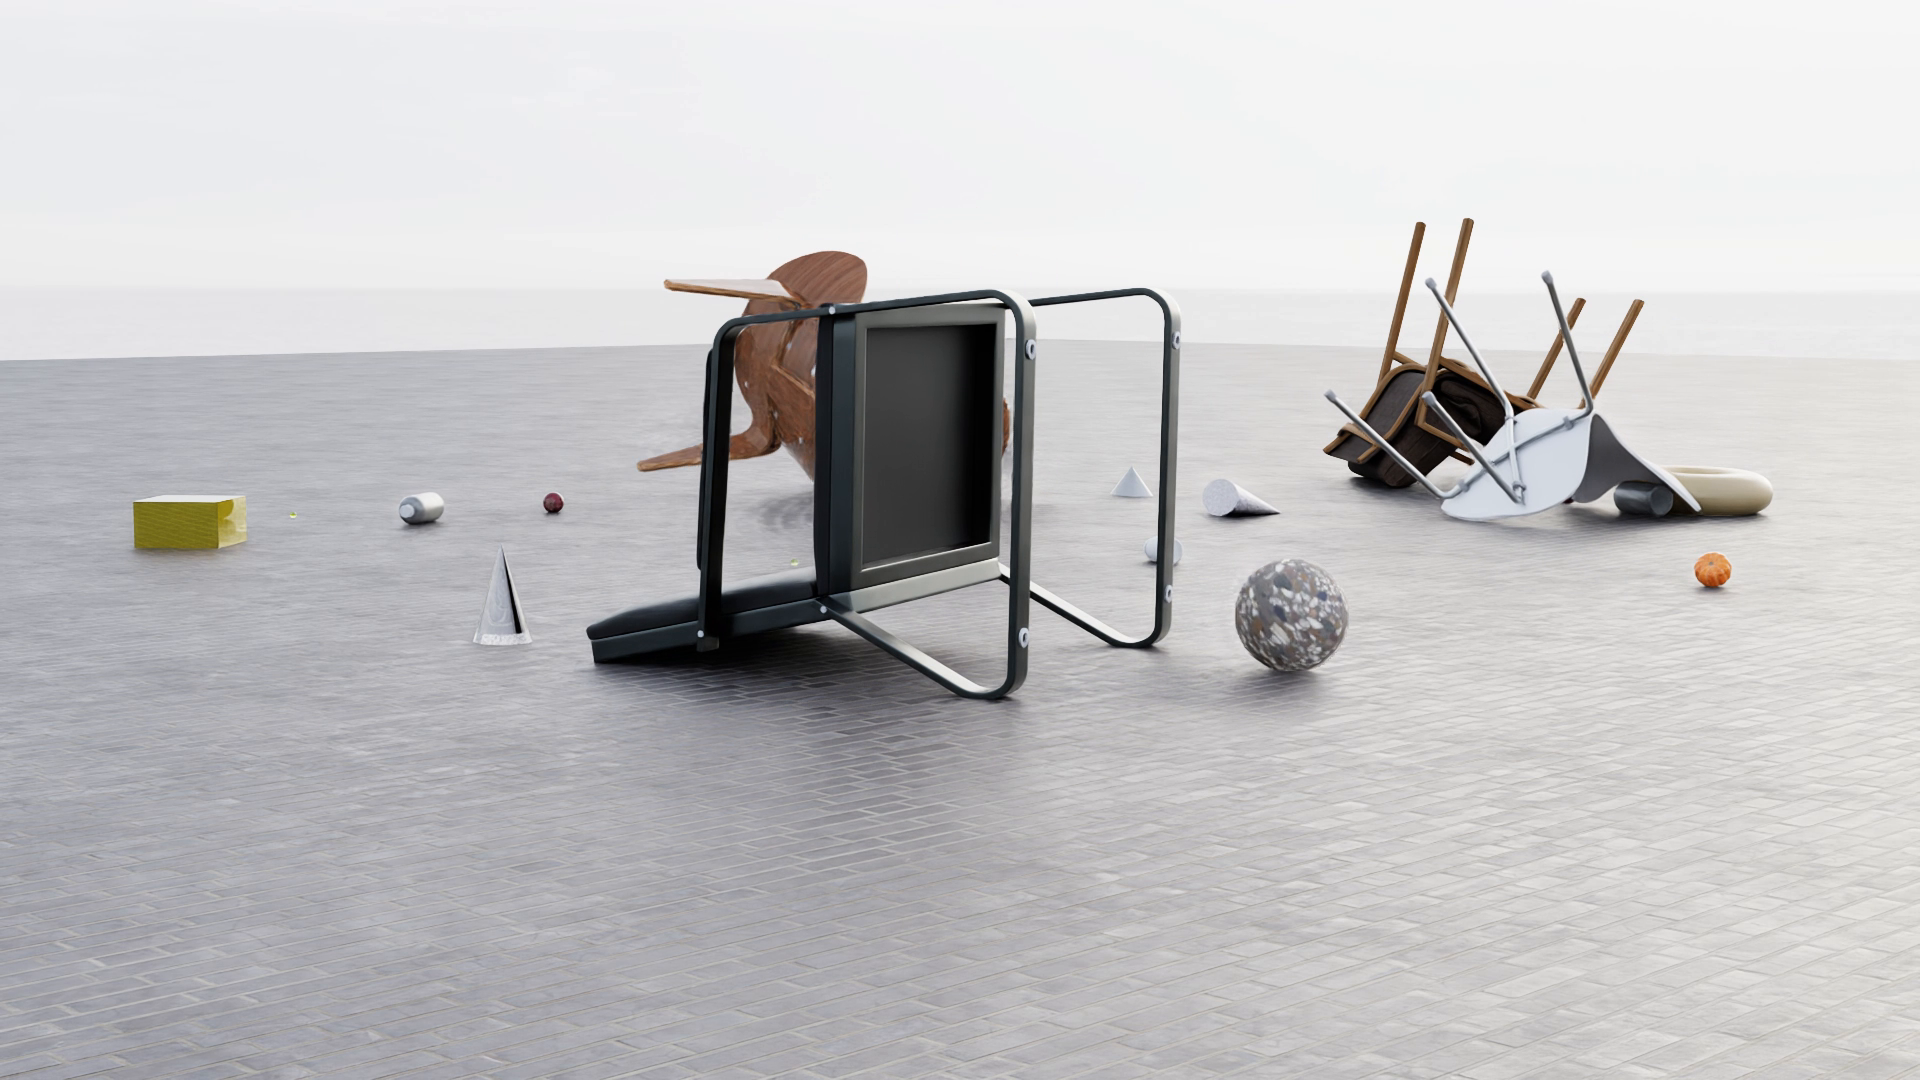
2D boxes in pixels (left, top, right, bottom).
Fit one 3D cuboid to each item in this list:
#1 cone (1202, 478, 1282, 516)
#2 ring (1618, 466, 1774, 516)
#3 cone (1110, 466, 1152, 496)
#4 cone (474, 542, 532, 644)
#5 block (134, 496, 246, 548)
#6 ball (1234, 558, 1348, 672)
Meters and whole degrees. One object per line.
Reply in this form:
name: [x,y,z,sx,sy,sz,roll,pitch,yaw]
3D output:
cone: [0.807,-0.096,7.103,0.197,0.103,0.239,14,1,-19]
ring: [2.067,-0.140,7.220,0.361,0.115,0.451,-5,9,-37]
cone: [0.518,-0.181,7.746,0.104,0.087,0.177,-3,7,-28]
cone: [-0.827,0.092,4.630,0.111,0.182,0.094,3,7,28]
block: [-1.892,-0.046,6.310,0.212,0.112,0.181,1,6,6]
ball: [0.552,0.125,4.277,0.188,0.188,0.188,0,6,0]
